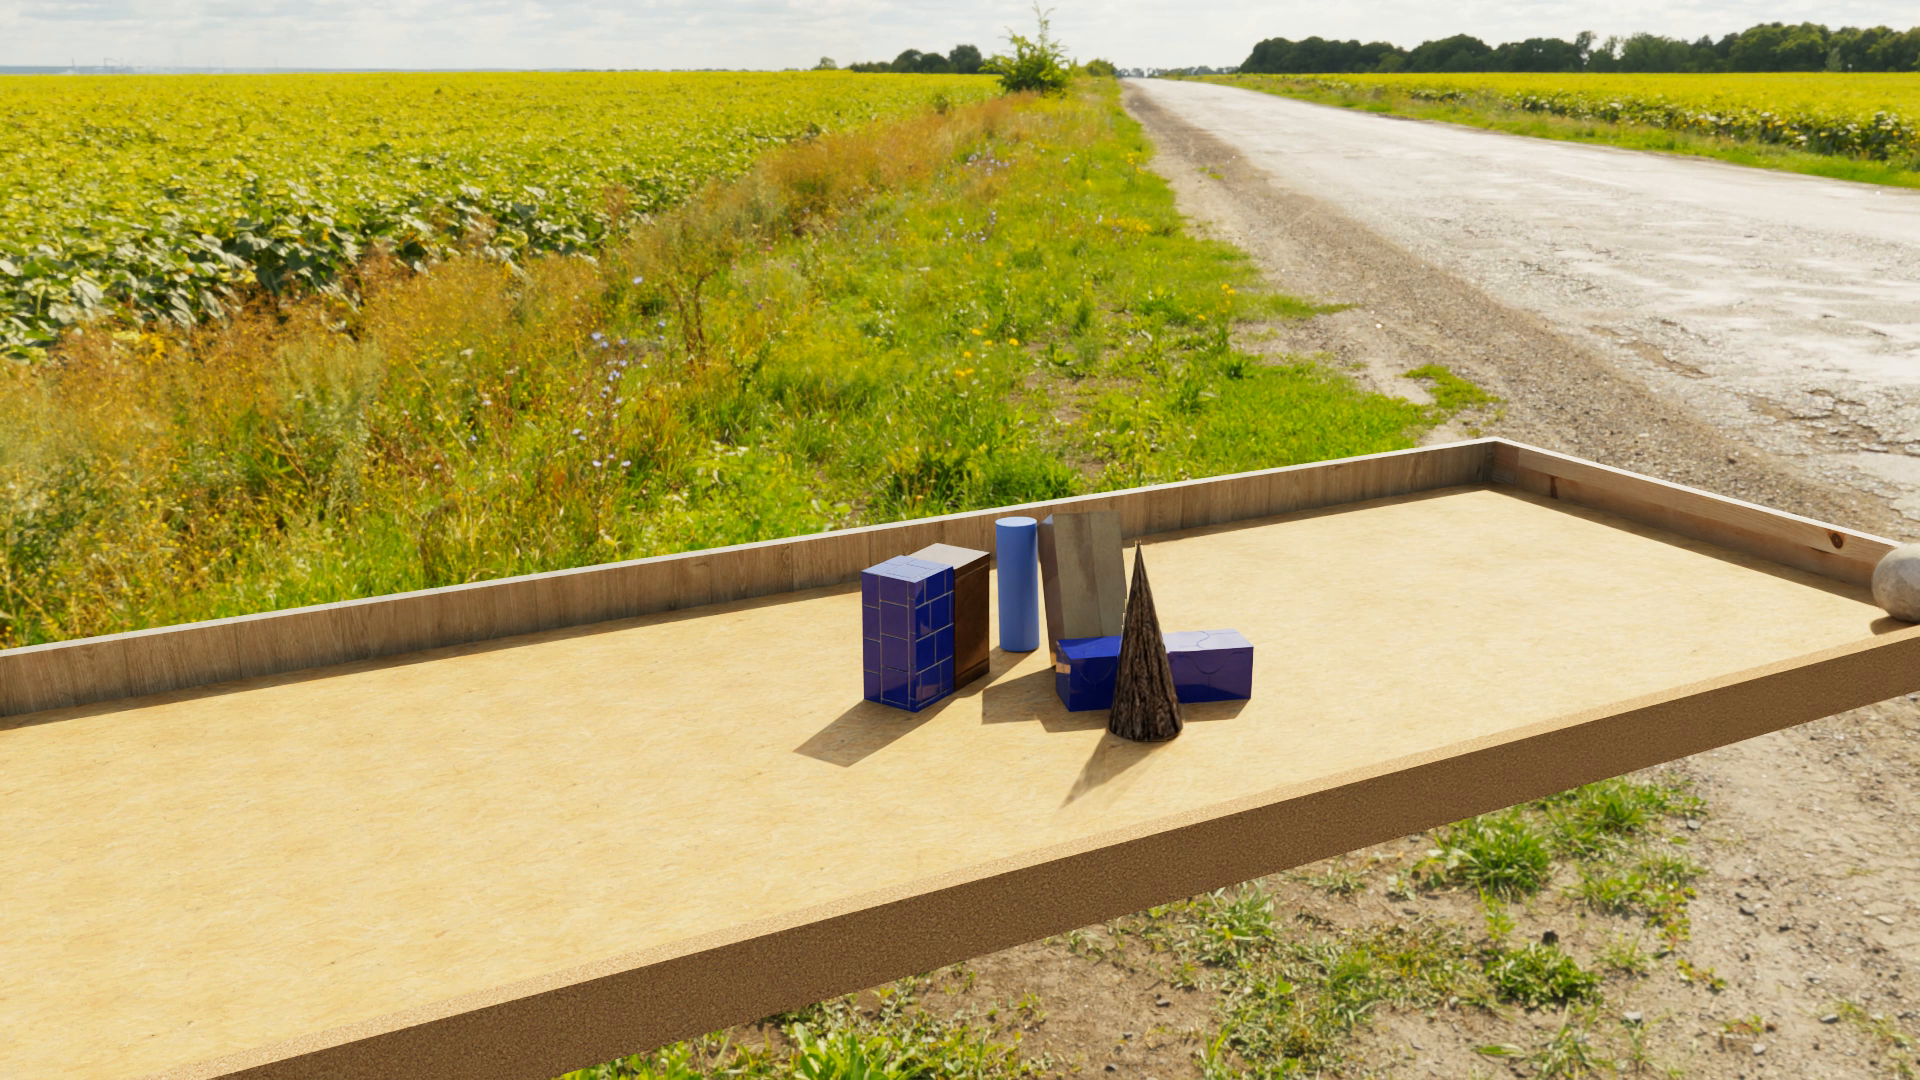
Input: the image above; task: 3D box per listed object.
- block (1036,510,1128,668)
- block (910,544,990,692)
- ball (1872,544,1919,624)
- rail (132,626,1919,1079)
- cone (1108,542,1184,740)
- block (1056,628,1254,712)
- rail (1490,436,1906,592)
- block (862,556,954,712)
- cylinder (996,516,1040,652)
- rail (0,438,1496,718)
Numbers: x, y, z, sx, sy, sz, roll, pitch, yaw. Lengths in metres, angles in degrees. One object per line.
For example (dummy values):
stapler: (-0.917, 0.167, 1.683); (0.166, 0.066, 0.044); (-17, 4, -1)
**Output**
block: (0.317, 0.125, 4.208); (0.173, 0.368, 0.173); (-3, -10, -11)
block: (-0.035, 0.191, 4.137); (0.159, 0.318, 0.159); (10, 20, 31)
ball: (2.646, 0.120, 4.556); (0.219, 0.219, 0.219); (0, 16, 0)
rail: (-2.336, 1.006, 1.665); (12.000, 0.150, 0.050); (-9, 18, -27)
cone: (0.419, 0.216, 3.791); (0.174, 0.457, 0.174); (-4, 16, 1)
block: (0.475, 0.316, 4.039); (0.459, 0.135, 0.135); (-3, 17, -10)
rail: (2.466, -0.048, 5.253); (0.050, 0.150, 2.100); (-9, 18, -27)
block: (-0.126, 0.226, 4.005); (0.158, 0.328, 0.158); (11, 20, 33)
cylinder: (0.153, 0.116, 4.351); (0.108, 0.338, 0.108); (-2, 14, 0)
rail: (-3.305, 0.497, 3.399); (12.000, 0.150, 0.050); (-9, 18, -27)
